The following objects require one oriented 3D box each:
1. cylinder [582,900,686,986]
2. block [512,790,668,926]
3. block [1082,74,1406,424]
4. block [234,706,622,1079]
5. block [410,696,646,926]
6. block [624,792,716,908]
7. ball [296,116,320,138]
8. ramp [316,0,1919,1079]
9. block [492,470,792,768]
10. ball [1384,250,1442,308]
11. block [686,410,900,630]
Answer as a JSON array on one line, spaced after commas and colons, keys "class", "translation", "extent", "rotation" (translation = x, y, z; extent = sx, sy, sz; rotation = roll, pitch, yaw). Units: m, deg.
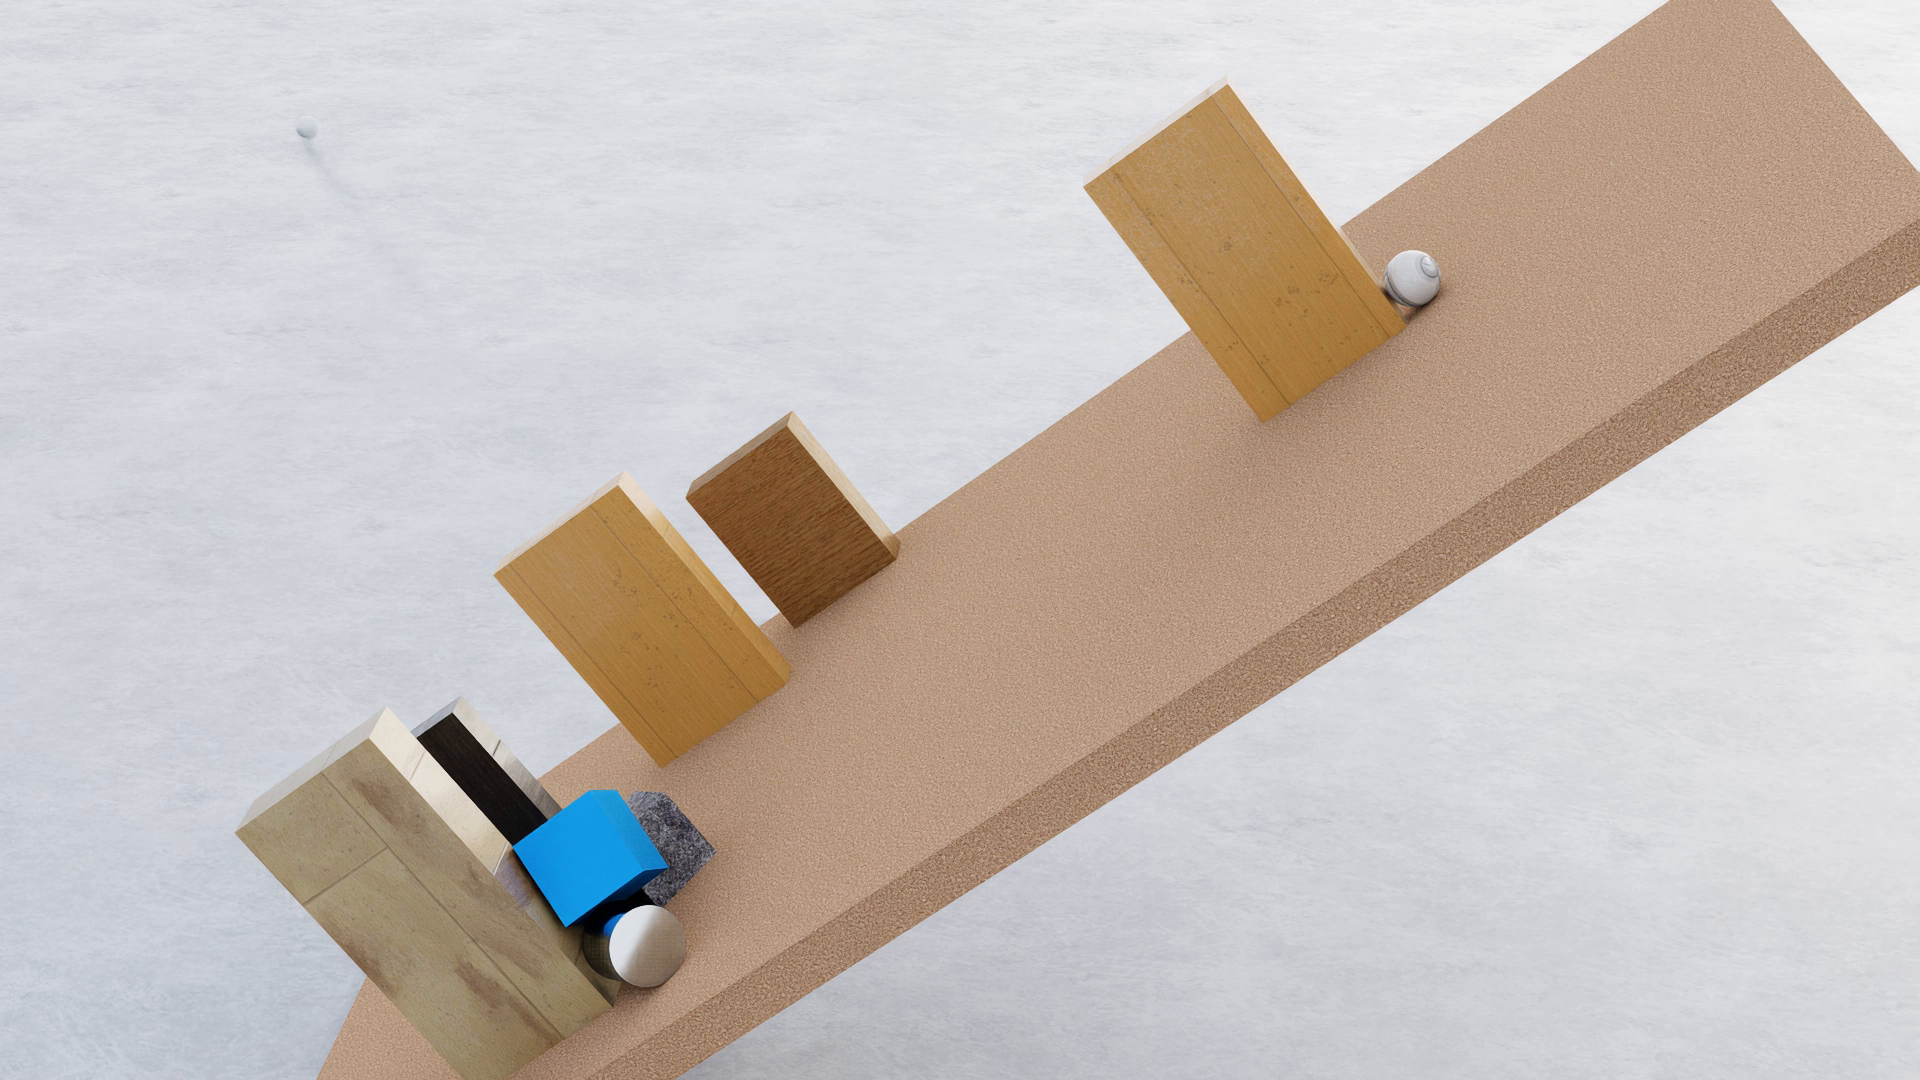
[{"class": "cylinder", "translation": [-0.650, 0.802, 5.854], "extent": [0.160, 0.160, 0.160], "rotation": [-12, 2, -27]}, {"class": "block", "translation": [-0.747, 0.643, 5.963], "extent": [0.195, 0.195, 0.195], "rotation": [-36, -9, 5]}, {"class": "block", "translation": [0.589, -0.596, 6.073], "extent": [0.362, 0.635, 0.081], "rotation": [-34, 16, 17]}, {"class": "block", "translation": [-1.056, 0.729, 5.899], "extent": [0.361, 0.739, 0.140], "rotation": [-34, 16, 17]}, {"class": "block", "translation": [-0.941, 0.631, 6.143], "extent": [0.243, 0.615, 0.081], "rotation": [-34, 16, 17]}, {"class": "block", "translation": [-0.665, 0.660, 6.265], "extent": [0.174, 0.174, 0.174], "rotation": [-46, 17, -23]}, {"class": "ball", "translation": [-3.300, -2.087, 14.868], "extent": [0.117, 0.117, 0.117], "rotation": [0, 23, 0]}, {"class": "ramp", "translation": [0.128, 0.179, 6.323], "extent": [4.000, 0.100, 2.000], "rotation": [-34, 16, 17]}, {"class": "block", "translation": [-0.745, 0.191, 6.925], "extent": [0.385, 0.620, 0.096], "rotation": [-34, 16, 17]}, {"class": "ball", "translation": [0.938, -0.542, 6.099], "extent": [0.118, 0.118, 0.118], "rotation": [0, 23, 0]}, {"class": "block", "translation": [-0.406, -0.047, 7.185], "extent": [0.318, 0.428, 0.108], "rotation": [-34, 16, 17]}]
